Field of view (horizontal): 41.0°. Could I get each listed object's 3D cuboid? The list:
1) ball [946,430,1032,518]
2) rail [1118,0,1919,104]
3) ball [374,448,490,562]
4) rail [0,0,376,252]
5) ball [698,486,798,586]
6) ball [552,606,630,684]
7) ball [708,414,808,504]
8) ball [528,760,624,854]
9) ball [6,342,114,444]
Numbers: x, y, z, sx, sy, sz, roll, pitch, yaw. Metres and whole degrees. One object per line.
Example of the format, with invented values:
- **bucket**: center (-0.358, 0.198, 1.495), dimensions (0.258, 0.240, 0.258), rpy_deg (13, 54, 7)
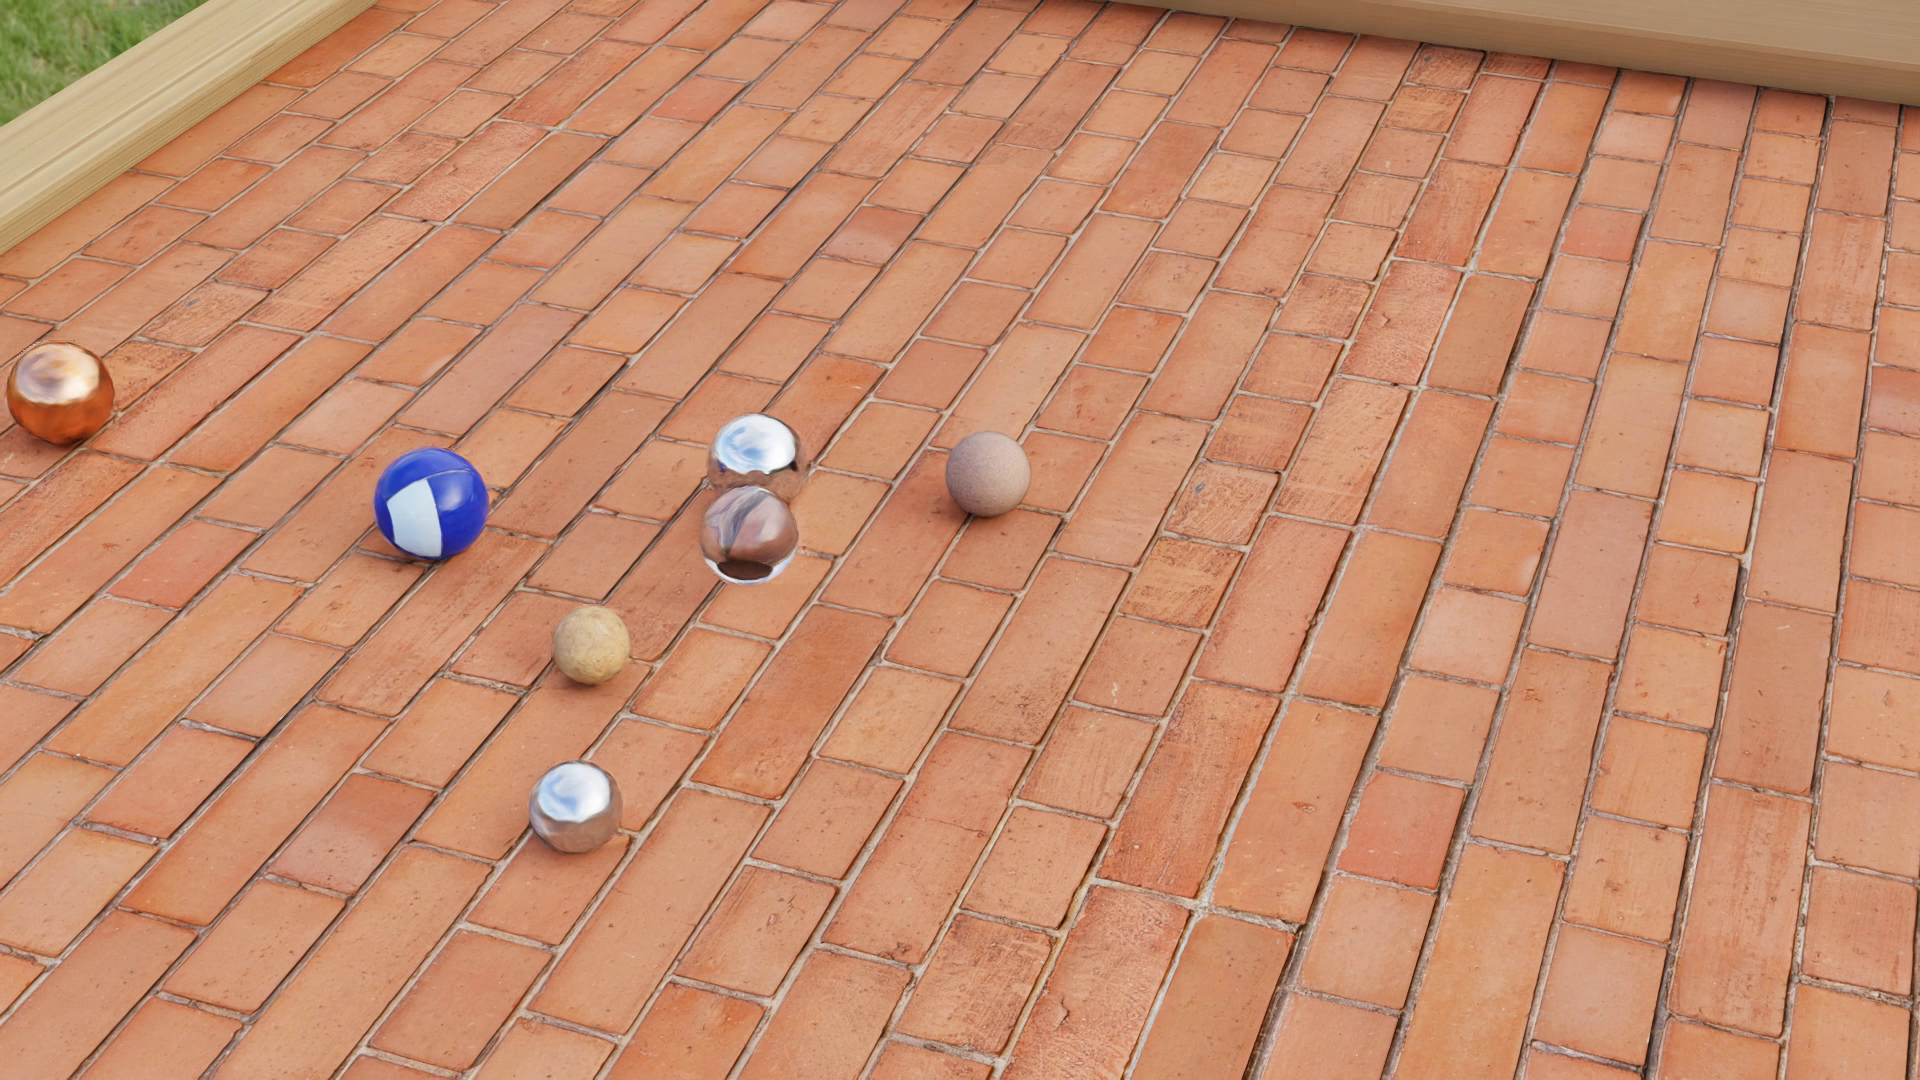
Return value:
- **ball**: center (0.024, -0.055, 2.132), dimensions (0.072, 0.072, 0.072), rpy_deg (0, 33, 0)
- **rail**: center (1.446, -0.448, 2.693), dimensions (4.380, 0.119, 0.045), rpy_deg (11, 35, 16)
- **ball**: center (-0.427, -0.029, 2.074), dimensions (0.092, 0.092, 0.092), rpy_deg (0, 33, 0)
- **rail**: center (-1.008, -0.216, 2.336), dimensions (0.045, 0.119, 2.506), rpy_deg (11, 35, 16)
- **ball**: center (-0.168, -0.003, 2.046), dimensions (0.079, 0.079, 0.079), rpy_deg (0, 33, 0)
- **ball**: center (-0.278, 0.079, 1.937), dimensions (0.059, 0.059, 0.059), rpy_deg (0, 33, 0)
- **ball**: center (-0.168, -0.064, 2.136), dimensions (0.083, 0.083, 0.083), rpy_deg (0, 33, 0)
- **ball**: center (-0.265, 0.184, 1.770), dimensions (0.065, 0.065, 0.065), rpy_deg (0, 33, 0)
- **ball**: center (-0.781, -0.128, 2.229), dimensions (0.089, 0.089, 0.089), rpy_deg (0, 33, 0)
